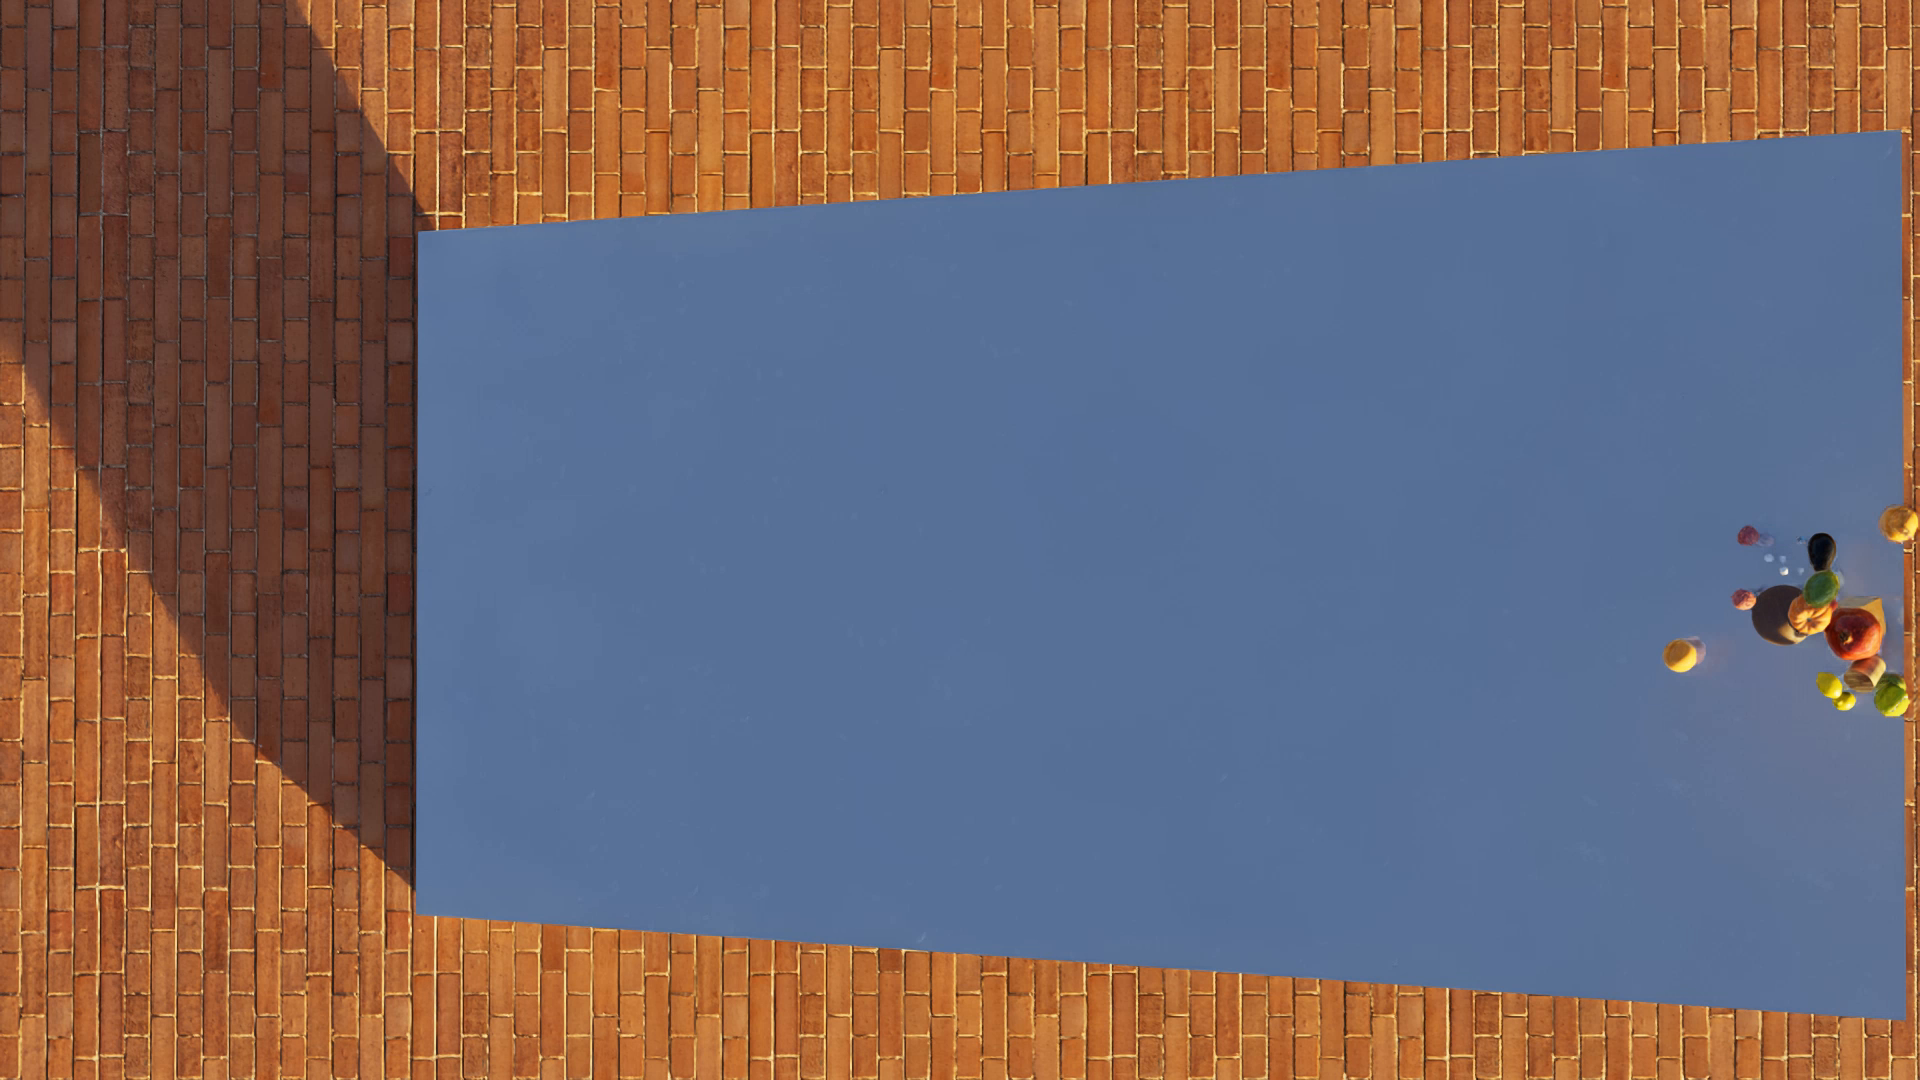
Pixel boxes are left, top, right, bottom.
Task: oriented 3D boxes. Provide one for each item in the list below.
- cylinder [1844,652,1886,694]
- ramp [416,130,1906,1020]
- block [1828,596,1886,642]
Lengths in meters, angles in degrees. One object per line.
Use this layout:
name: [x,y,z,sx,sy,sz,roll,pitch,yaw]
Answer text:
cylinder: [1.893,0.277,4.599,0.063,0.063,0.063,43,60,0]
ramp: [0.283,0.086,5.731,4.000,0.100,2.000,0,89,22]
block: [1.989,0.177,4.878,0.080,0.080,0.080,-19,100,-34]
